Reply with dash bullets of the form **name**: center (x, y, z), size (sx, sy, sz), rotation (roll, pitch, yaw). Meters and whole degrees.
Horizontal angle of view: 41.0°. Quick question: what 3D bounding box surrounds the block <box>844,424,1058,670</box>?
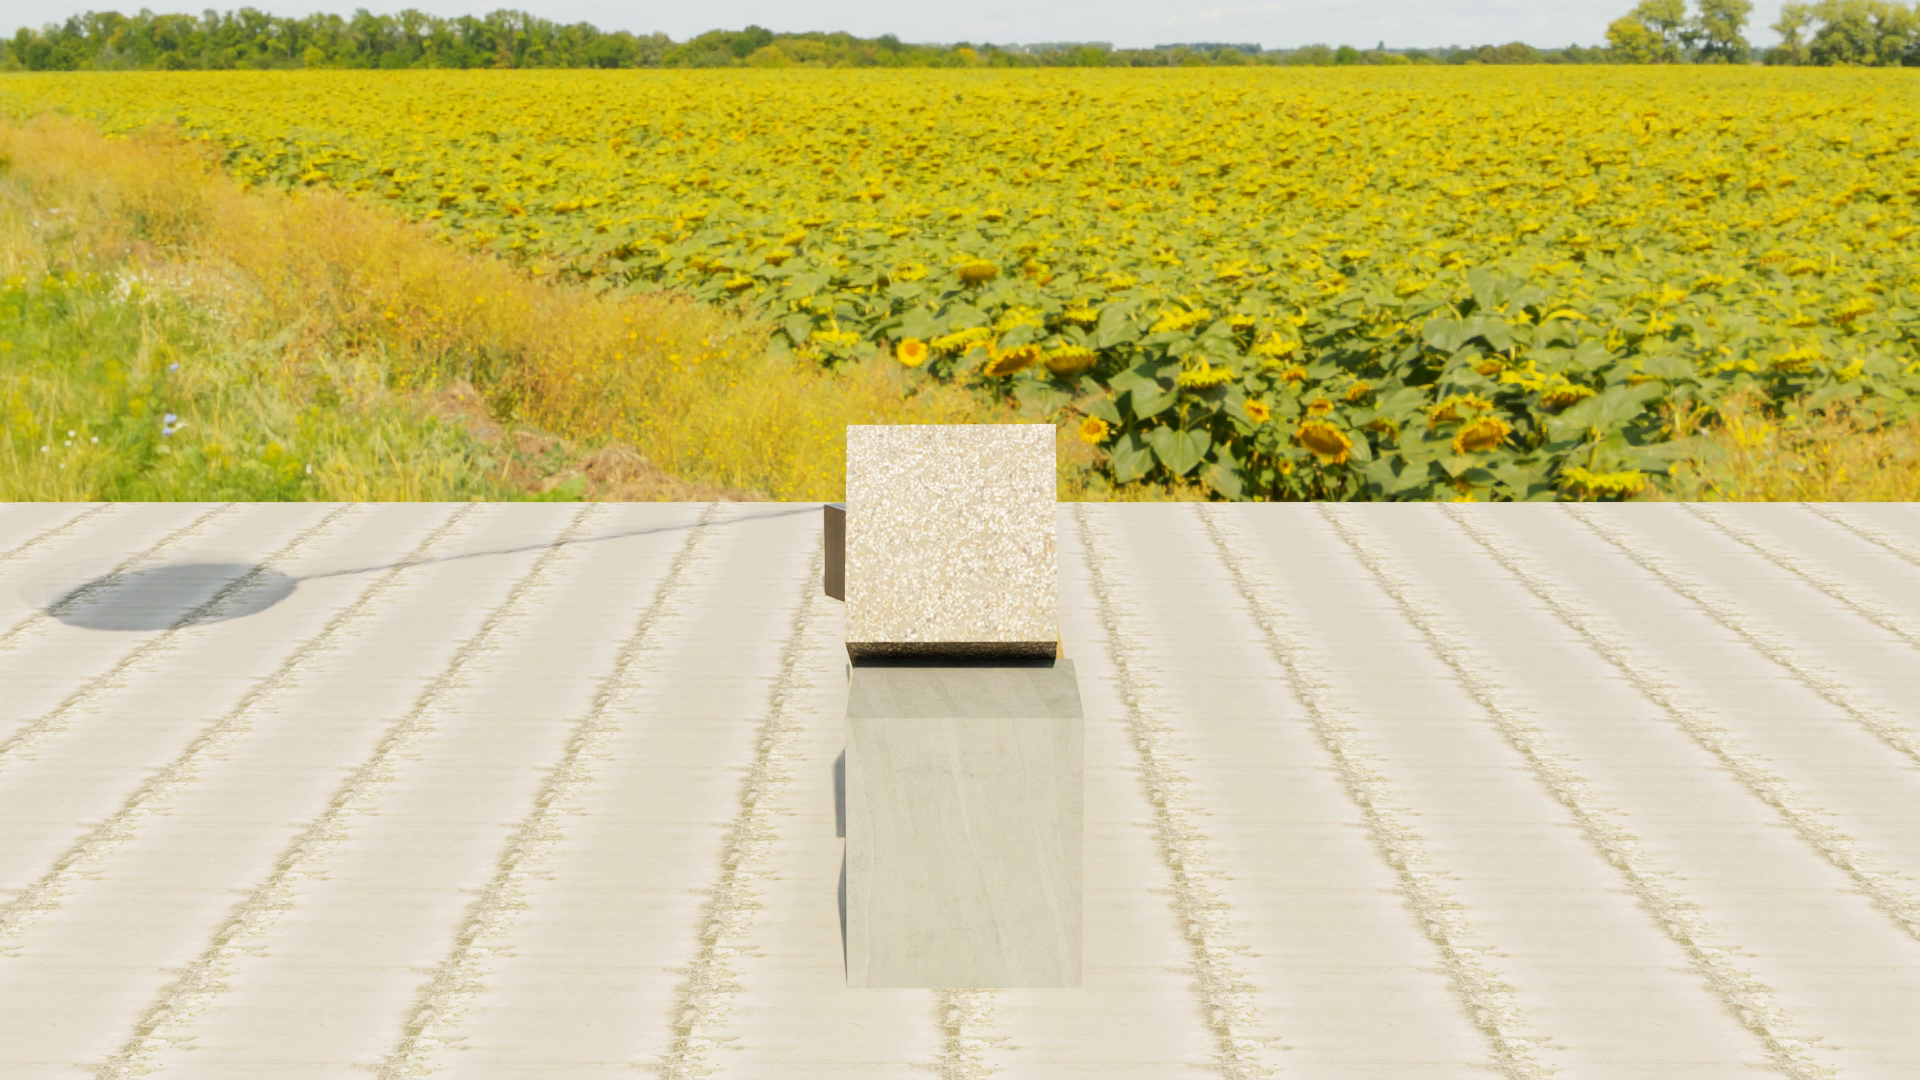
- **block**: center (-0.029, 0.064, 10.939), size (0.867, 0.920, 0.800), rotation (0, -14, 1)

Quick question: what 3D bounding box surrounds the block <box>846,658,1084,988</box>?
- **block**: center (0.018, 1.121, 10.378), size (0.913, 1.081, 1.014), rotation (0, 10, 0)

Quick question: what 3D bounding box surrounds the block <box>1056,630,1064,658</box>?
- **block**: center (0.010, 0.881, 12.343), size (0.942, 0.851, 1.018), rotation (0, 10, 0)

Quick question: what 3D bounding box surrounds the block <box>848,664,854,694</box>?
- **block**: center (-0.022, 0.461, 13.801), size (0.945, 0.907, 0.836), rotation (2, -12, 9)

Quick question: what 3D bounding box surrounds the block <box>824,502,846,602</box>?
- **block**: center (-0.523, 0.083, 17.354), size (0.599, 0.627, 0.568), rotation (-6, 12, -29)
